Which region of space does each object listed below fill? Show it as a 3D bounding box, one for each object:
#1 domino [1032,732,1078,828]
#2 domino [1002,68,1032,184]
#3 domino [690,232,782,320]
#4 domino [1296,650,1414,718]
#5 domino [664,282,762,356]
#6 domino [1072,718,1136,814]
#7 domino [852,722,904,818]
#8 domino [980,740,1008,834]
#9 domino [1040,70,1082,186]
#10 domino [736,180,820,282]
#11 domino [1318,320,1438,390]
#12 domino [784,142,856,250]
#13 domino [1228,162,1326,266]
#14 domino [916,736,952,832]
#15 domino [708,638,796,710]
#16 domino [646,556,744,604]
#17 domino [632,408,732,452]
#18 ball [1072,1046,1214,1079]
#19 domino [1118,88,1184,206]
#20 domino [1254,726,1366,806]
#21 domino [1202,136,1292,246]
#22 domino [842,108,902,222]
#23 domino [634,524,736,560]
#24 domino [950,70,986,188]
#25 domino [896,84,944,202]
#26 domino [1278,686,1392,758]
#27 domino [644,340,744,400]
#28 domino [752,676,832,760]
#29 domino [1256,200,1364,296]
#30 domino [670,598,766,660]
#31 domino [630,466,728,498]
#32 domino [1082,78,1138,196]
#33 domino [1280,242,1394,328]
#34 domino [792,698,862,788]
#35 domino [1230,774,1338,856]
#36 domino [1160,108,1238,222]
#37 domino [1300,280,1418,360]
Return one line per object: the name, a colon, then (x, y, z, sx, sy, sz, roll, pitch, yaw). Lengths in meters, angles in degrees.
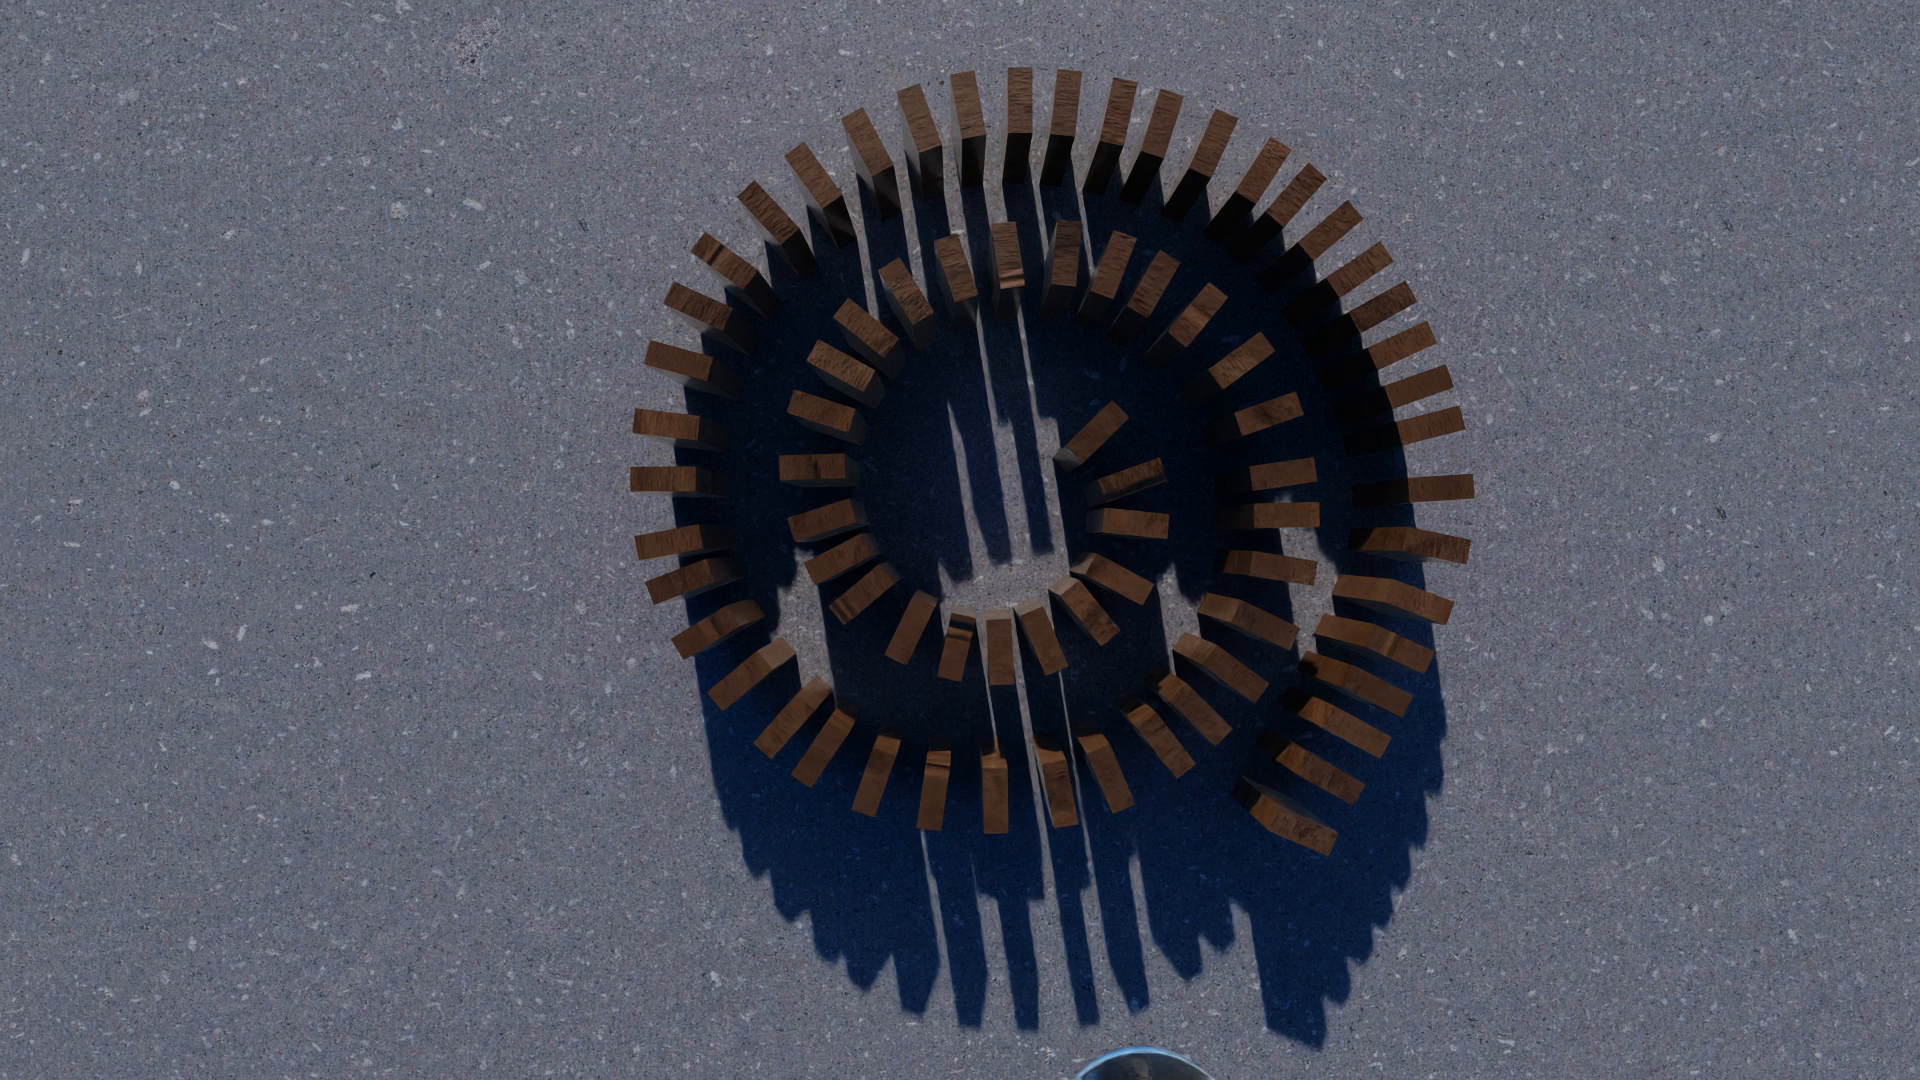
domino: (0.038, 0.097, 0.375, 0.009, 0.050, 0.025, -11, 90, 0)
domino: (0.023, -0.168, 0.375, 0.009, 0.050, 0.025, 0, 90, 0)
domino: (-0.090, -0.107, 0.375, 0.025, 0.050, 0.009, 36, 90, 0)
domino: (0.160, 0.058, 0.375, 0.025, 0.050, 0.009, 27, 90, 0)
domino: (-0.100, -0.089, 0.375, 0.025, 0.050, 0.010, 24, 90, 0)
domino: (0.058, 0.091, 0.375, 0.010, 0.050, 0.025, -23, 90, 0)
domino: (-0.033, 0.093, 0.375, 0.010, 0.050, 0.025, 19, 90, 0)
domino: (0.014, 0.100, 0.375, 0.009, 0.050, 0.025, -1, 90, 0)
domino: (0.041, -0.167, 0.375, 0.010, 0.050, 0.025, 6, 90, 0)
domino: (-0.073, -0.125, 0.375, 0.010, 0.050, 0.025, -43, 90, 0)
domino: (0.169, -0.074, 0.375, 0.025, 0.050, 0.010, -25, 90, 0)
domino: (-0.056, -0.139, 0.375, 0.009, 0.050, 0.025, -36, 90, 0)
domino: (0.128, -0.132, 0.375, 0.009, 0.050, 0.025, 42, 90, 0)
domino: (-0.010, 0.098, 0.375, 0.010, 0.050, 0.025, 8, 90, 0)
domino: (-0.084, 0.054, 0.375, 0.025, 0.050, 0.010, -40, 90, 0)
domino: (-0.107, 0.016, 0.375, 0.025, 0.050, 0.010, -21, 90, 0)
domino: (-0.112, -0.044, 0.375, 0.025, 0.050, 0.010, 7, 90, 0)
ball: (0.075, 0.244, 0.360, 0.080, 0.080, 0.080, 0, 90, 0)
domino: (0.077, -0.159, 0.375, 0.010, 0.050, 0.025, 18, 90, 0)
domino: (0.142, 0.091, 0.375, 0.025, 0.050, 0.009, 29, 90, 0)
domino: (0.116, -0.141, 0.375, 0.010, 0.050, 0.025, 33, 90, 0)
domino: (-0.035, -0.152, 0.375, 0.009, 0.050, 0.025, -28, 90, 0)
domino: (-0.111, 0.001, 0.375, 0.025, 0.050, 0.009, -11, 90, 0)
domino: (0.003, -0.166, 0.375, 0.010, 0.050, 0.025, -10, 90, 0)
domino: (-0.016, -0.161, 0.375, 0.010, 0.050, 0.025, -20, 90, 0)
domino: (0.152, 0.073, 0.375, 0.025, 0.050, 0.010, 29, 90, 0)
domino: (-0.107, -0.069, 0.375, 0.025, 0.050, 0.010, 15, 90, 0)
domino: (-0.067, 0.071, 0.375, 0.009, 0.050, 0.025, 42, 90, 0)
domino: (0.142, -0.118, 0.375, 0.025, 0.050, 0.010, -40, 90, 0)
domino: (-0.097, 0.035, 0.375, 0.025, 0.050, 0.010, -31, 90, 0)
domino: (-0.113, -0.023, 0.375, 0.025, 0.050, 0.009, 0, 90, 0)
domino: (0.061, -0.164, 0.375, 0.009, 0.050, 0.025, 13, 90, 0)
domino: (0.153, -0.103, 0.375, 0.025, 0.050, 0.010, -34, 90, 0)
domino: (-0.054, 0.082, 0.375, 0.009, 0.050, 0.025, 34, 90, 0)
domino: (0.131, 0.112, 0.375, 0.025, 0.050, 0.010, 23, 90, 0)
domino: (0.097, -0.152, 0.375, 0.009, 0.050, 0.025, 24, 90, 0)
domino: (0.162, -0.089, 0.375, 0.025, 0.050, 0.009, -29, 90, 0)
